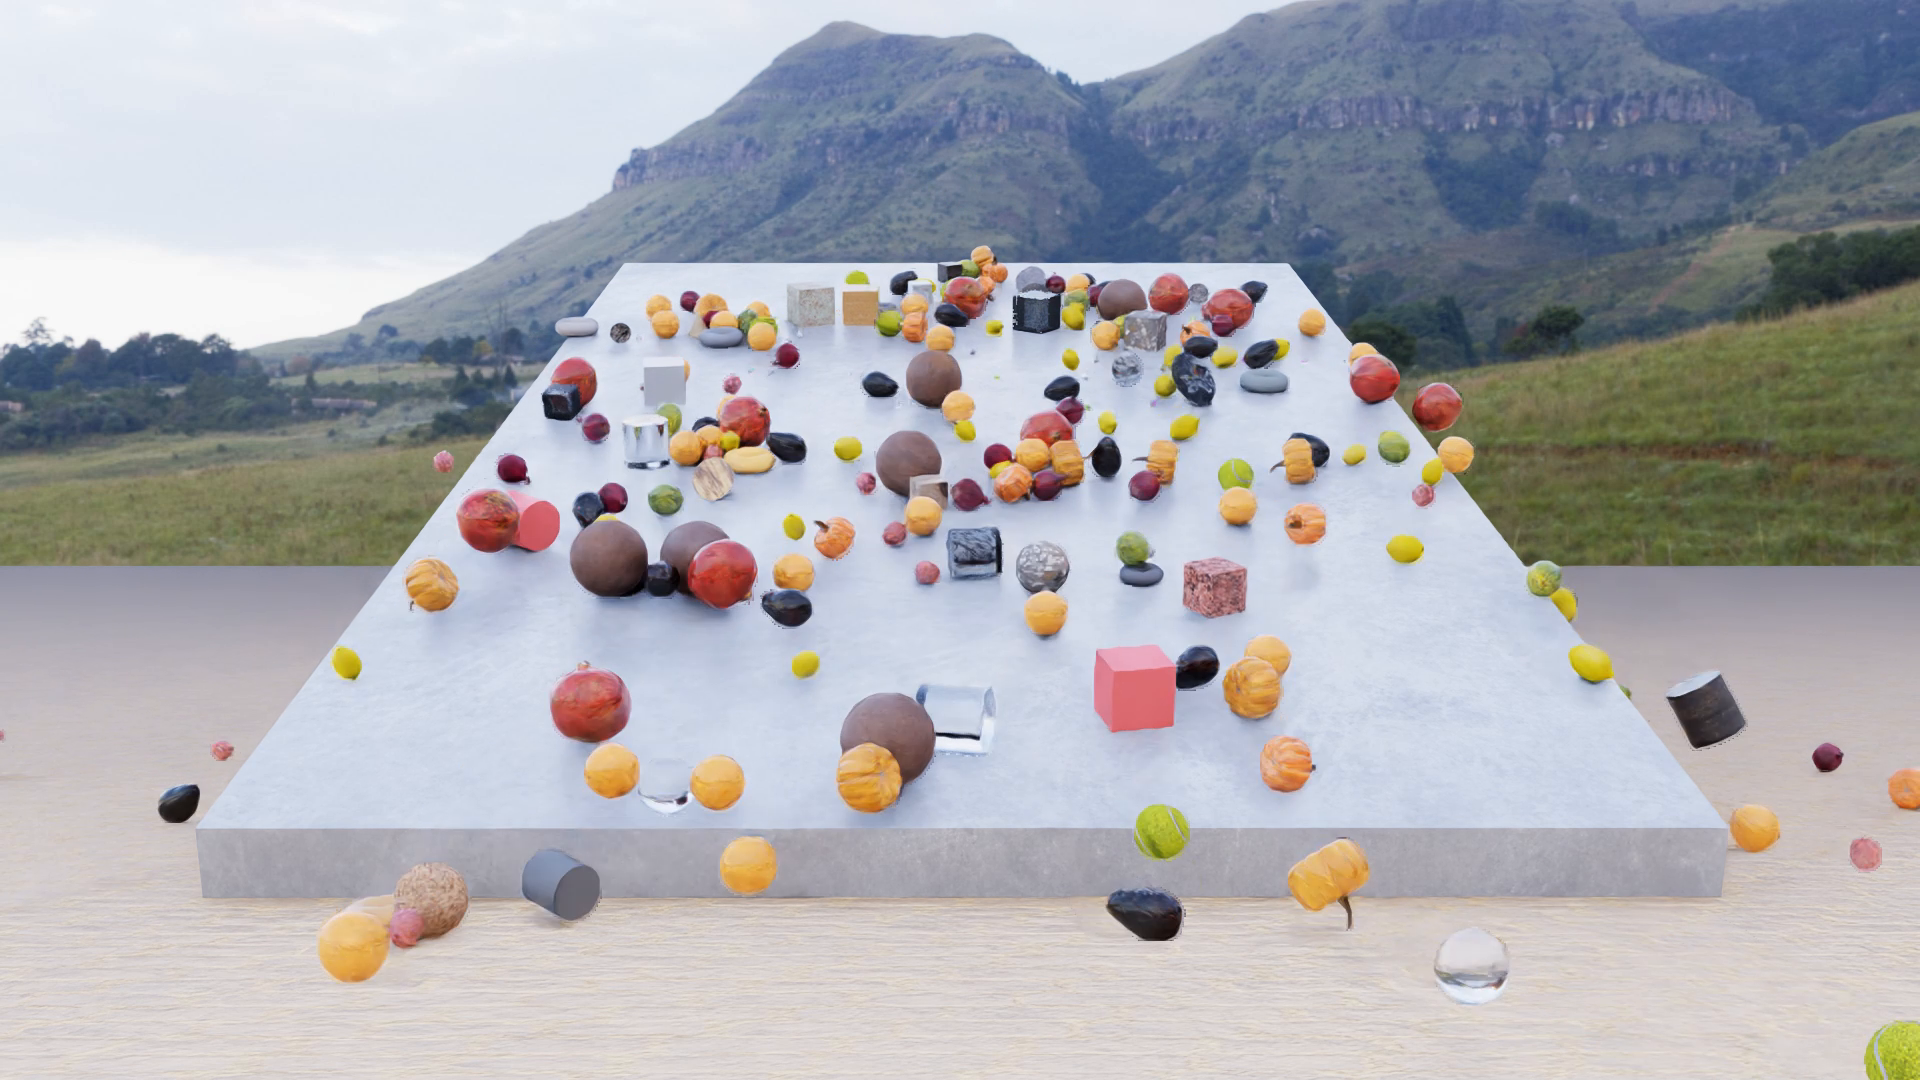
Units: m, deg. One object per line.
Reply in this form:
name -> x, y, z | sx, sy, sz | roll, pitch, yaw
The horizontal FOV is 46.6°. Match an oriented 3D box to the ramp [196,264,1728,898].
ramp -> -0.003, -0.181, 4.830 | 2.000, 0.100, 4.000 | 0, 18, 0

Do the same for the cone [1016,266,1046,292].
cone -> 0.220, -0.713, 6.272 | 0.092, 0.092, 0.092 | 0, -11, 28

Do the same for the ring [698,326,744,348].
ring -> -0.605, -0.512, 5.643 | 0.114, 0.038, 0.114 | 0, 19, 0

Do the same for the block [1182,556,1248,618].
block -> 0.425, 0.078, 3.723 | 0.075, 0.075, 0.075 | -11, 20, -30

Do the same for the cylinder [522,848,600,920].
cylinder -> -0.487, 0.420, 2.724 | 0.069, 0.069, 0.069 | 16, 10, 42

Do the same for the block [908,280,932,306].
block -> -0.110, -0.680, 6.143 | 0.057, 0.057, 0.057 | -5, 18, -15

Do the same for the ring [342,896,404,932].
ring -> -0.700, 0.453, 2.702 | 0.094, 0.031, 0.094 | -2, 4, 0

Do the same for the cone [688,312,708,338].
cone -> -0.671, -0.556, 5.745 | 0.060, 0.060, 0.060 | 0, 18, 0

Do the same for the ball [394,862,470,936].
ball -> -0.625, 0.425, 2.637 | 0.088, 0.088, 0.088 | 0, 0, 0

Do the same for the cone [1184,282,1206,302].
cone -> 0.655, -0.676, 6.181 | 0.059, 0.059, 0.059 | 0, -30, 12

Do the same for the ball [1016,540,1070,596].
ball -> 0.140, 0.048, 3.791 | 0.092, 0.092, 0.092 | 0, 0, 0

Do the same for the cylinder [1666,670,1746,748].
cylinder -> 1.262, 0.286, 3.774 | 0.096, 0.096, 0.096 | -28, 1, 0

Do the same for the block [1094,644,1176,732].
block -> 0.255, 0.216, 3.259 | 0.094, 0.094, 0.094 | -4, 18, -12

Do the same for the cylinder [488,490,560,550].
cylinder -> -0.790, -0.035, 4.045 | 0.093, 0.093, 0.093 | 16, 10, 40

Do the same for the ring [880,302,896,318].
ring -> -0.214, -0.618, 5.990 | 0.091, 0.030, 0.091 | 0, 19, 0

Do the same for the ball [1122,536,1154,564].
ball -> 0.313, 0.022, 3.931 | 0.056, 0.056, 0.056 | 0, 0, 0

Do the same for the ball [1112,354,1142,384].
ball -> 0.388, -0.399, 5.201 | 0.070, 0.070, 0.070 | 0, 0, 0

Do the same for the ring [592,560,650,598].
ring -> -0.580, 0.065, 3.818 | 0.098, 0.033, 0.098 | -1, 29, 1

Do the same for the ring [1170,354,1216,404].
ring -> 0.529, -0.365, 5.060 | 0.044, 0.131, 0.131 | -34, -21, 33

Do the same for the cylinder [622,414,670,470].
cylinder -> -0.643, -0.200, 4.568 | 0.093, 0.093, 0.093 | 0, 18, 0

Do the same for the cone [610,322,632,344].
cone -> -0.864, -0.522, 5.694 | 0.053, 0.053, 0.053 | 0, -9, -4

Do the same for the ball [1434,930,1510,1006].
ball -> 0.512, 0.427, 2.232 | 0.075, 0.075, 0.075 | 0, 0, 0

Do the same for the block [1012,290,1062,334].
block -> 0.200, -0.594, 5.817 | 0.090, 0.090, 0.090 | 13, 22, 35

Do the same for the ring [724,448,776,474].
ring -> -0.429, -0.162, 4.546 | 0.105, 0.035, 0.105 | 1, 18, 0

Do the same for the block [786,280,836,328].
block -> -0.394, -0.623, 5.892 | 0.099, 0.099, 0.099 | -7, 19, -22

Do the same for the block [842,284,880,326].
block -> -0.261, -0.621, 5.896 | 0.092, 0.092, 0.092 | 0, 18, 1

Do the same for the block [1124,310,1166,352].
block -> 0.467, -0.526, 5.612 | 0.084, 0.084, 0.084 | 7, 19, 20

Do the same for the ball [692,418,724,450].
ball -> -0.531, -0.224, 4.686 | 0.068, 0.068, 0.068 | 0, 0, 0

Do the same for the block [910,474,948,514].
block -> -0.060, -0.089, 4.279 | 0.057, 0.057, 0.057 | -6, 19, -18

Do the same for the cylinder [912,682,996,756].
cylinder -> -0.008, 0.251, 3.130 | 0.096, 0.096, 0.096 | 4, 0, 14

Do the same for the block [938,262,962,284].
block -> -0.029, -0.772, 6.441 | 0.052, 0.052, 0.052 | -11, 21, -30

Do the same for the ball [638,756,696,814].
ball -> -0.386, 0.323, 2.943 | 0.078, 0.078, 0.078 | 0, 0, 0

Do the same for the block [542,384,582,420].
block -> -0.882, -0.306, 4.938 | 0.060, 0.060, 0.060 | 5, 29, 16

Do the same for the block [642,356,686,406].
block -> -0.673, -0.361, 5.075 | 0.092, 0.092, 0.092 | -3, 18, -9

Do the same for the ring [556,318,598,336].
ring -> -0.990, -0.551, 5.765 | 0.112, 0.037, 0.112 | 0, 16, 0

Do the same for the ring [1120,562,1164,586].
ring -> 0.314, 0.059, 3.866 | 0.077, 0.026, 0.077 | 0, 19, 0

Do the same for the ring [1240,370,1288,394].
ring -> 0.708, -0.369, 5.199 | 0.114, 0.038, 0.114 | 1, 17, 0
